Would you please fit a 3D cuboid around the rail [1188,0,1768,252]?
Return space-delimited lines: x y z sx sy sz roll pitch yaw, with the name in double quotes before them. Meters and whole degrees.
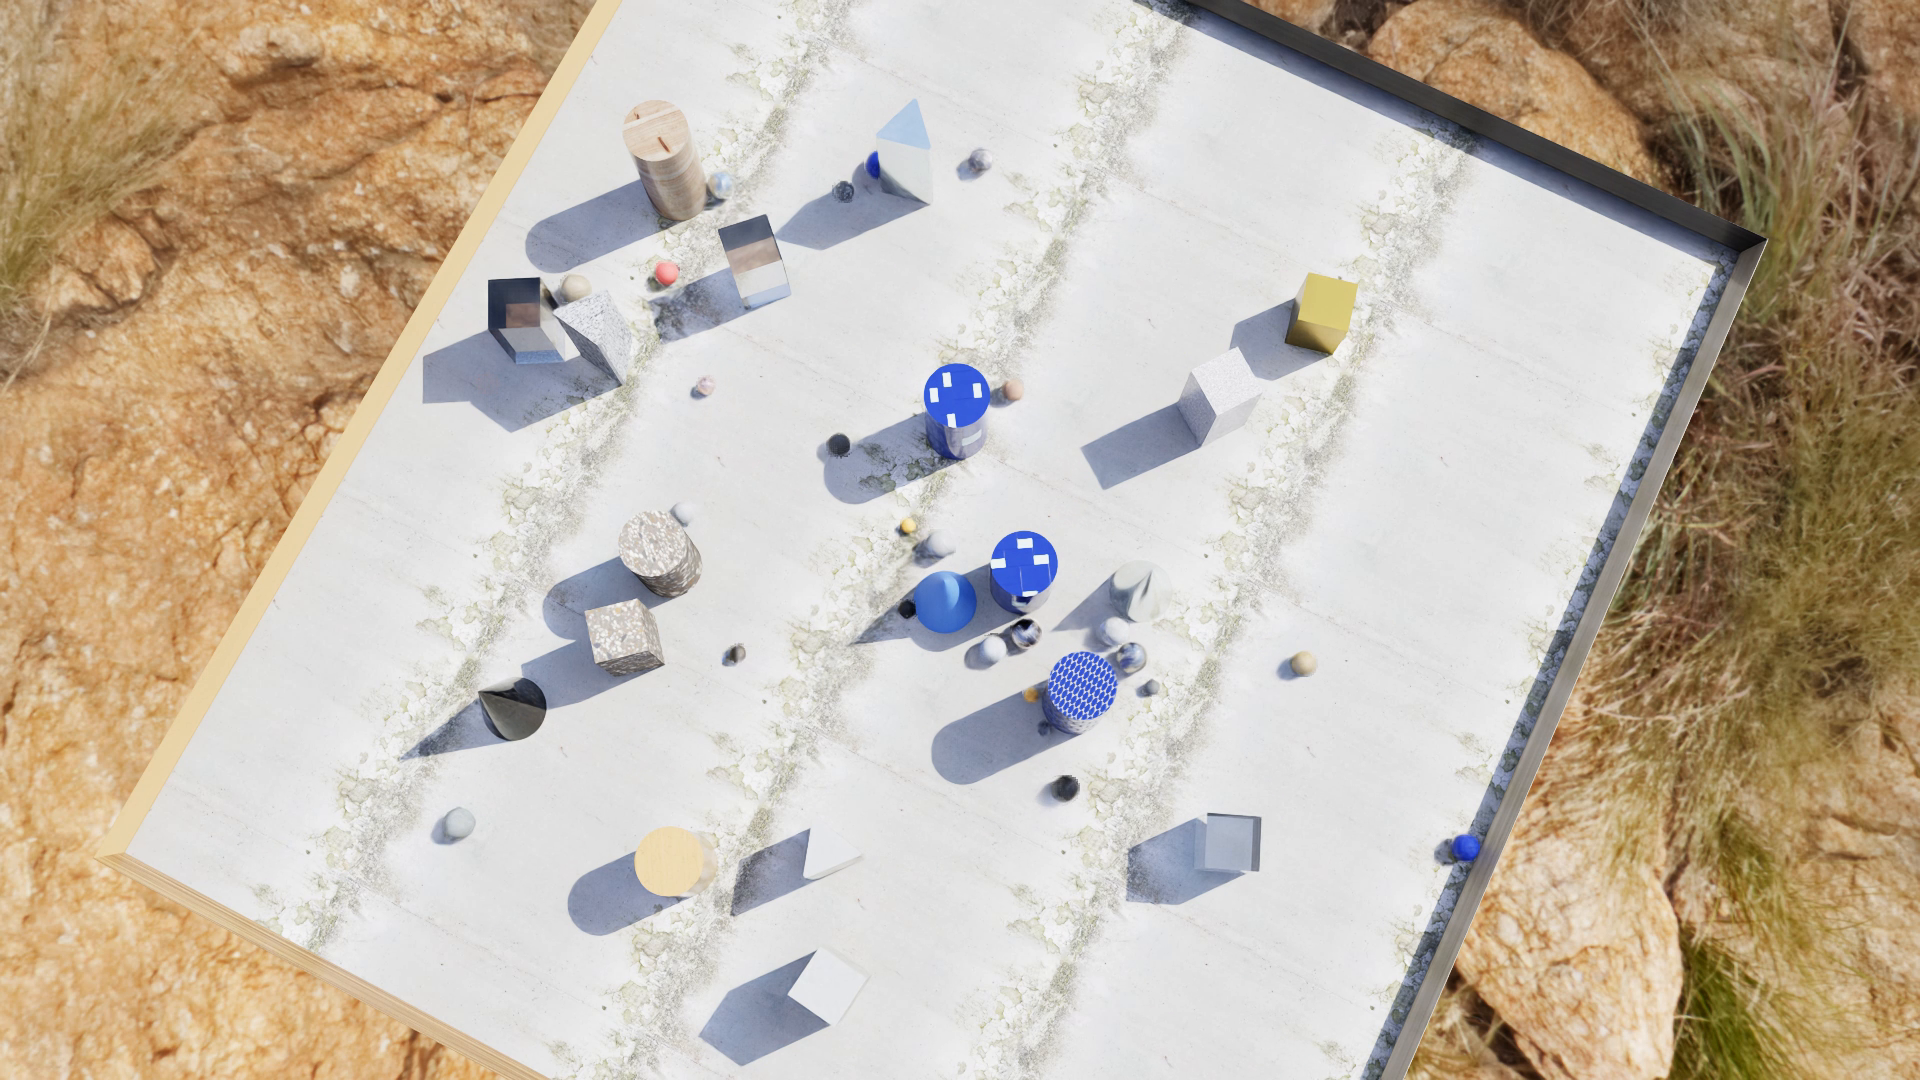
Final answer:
"rail" 0.870 -1.697 5.902 3.638 0.126 0.045 26 80 5

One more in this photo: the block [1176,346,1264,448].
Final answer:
"block" 0.778 -0.425 5.516 0.155 0.370 0.155 -27 80 -5

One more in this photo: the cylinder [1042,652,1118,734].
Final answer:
"cylinder" 0.343 0.448 5.316 0.194 0.407 0.194 0 78 0

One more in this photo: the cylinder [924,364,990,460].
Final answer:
"cylinder" -0.009 -0.381 5.499 0.194 0.384 0.194 0 78 0

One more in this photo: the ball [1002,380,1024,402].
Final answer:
"ball" 0.163 -0.464 5.678 0.067 0.067 0.067 0 78 0

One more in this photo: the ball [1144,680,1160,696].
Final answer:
"ball" 0.577 0.442 5.501 0.047 0.047 0.047 0 78 0

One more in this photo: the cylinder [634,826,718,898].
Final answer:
"cylinder" -0.814 0.929 5.272 0.194 0.299 0.194 0 78 0

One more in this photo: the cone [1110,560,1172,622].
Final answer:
"cone" 0.552 0.120 5.414 0.194 0.348 0.194 0 78 0

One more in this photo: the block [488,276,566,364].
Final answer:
"block" -1.315 -0.664 5.577 0.155 0.347 0.155 -3 78 -1

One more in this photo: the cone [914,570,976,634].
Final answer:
"cone" -0.046 0.152 5.400 0.194 0.363 0.194 0 78 0

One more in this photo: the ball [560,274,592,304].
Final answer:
"ball" -1.199 -0.784 5.729 0.097 0.097 0.097 0 78 0

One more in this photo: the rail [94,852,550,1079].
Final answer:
"rail" -0.870 1.710 5.197 3.638 0.126 0.045 26 80 5

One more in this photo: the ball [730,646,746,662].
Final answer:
"ball" -0.668 0.342 5.519 0.052 0.052 0.052 0 78 0

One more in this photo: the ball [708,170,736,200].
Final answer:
"ball" -0.754 -1.124 5.797 0.090 0.090 0.090 0 78 0

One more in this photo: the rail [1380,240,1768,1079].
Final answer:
"rail" 1.606 0.793 5.387 0.045 0.126 3.936 26 80 5

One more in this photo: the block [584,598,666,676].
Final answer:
"block" -0.984 0.291 5.400 0.155 0.306 0.155 -14 79 -3

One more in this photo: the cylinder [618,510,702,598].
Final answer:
"cylinder" -0.883 0.045 5.427 0.194 0.353 0.194 0 78 0

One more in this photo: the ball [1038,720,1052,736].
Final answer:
"ball" 0.255 0.563 5.477 0.046 0.046 0.046 0 78 0

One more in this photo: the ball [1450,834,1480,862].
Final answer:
"ball" 1.485 0.904 5.387 0.082 0.082 0.082 0 78 0

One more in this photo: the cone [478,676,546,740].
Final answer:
"cone" -1.340 0.464 5.301 0.194 0.431 0.194 0 78 0

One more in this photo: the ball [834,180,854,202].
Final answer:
"ball" -0.368 -1.108 5.813 0.063 0.063 0.063 0 78 0

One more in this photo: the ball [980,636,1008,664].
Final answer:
"ball" 0.100 0.329 5.506 0.083 0.083 0.083 0 78 0

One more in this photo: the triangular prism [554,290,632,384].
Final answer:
"triangular prism" -1.072 -0.630 5.534 0.168 0.417 0.145 35 80 7

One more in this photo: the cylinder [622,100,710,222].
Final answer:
"cylinder" -0.895 -1.155 5.614 0.194 0.472 0.194 0 78 0

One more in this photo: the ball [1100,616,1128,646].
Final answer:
"ball" 0.464 0.275 5.515 0.088 0.088 0.088 0 78 0

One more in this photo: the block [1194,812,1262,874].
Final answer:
"block" 0.774 0.880 5.308 0.155 0.248 0.155 4 78 1

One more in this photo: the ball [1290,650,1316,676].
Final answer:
"ball" 1.030 0.370 5.503 0.073 0.073 0.073 0 78 0

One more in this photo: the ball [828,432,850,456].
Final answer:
"ball" -0.372 -0.295 5.641 0.071 0.071 0.071 0 78 0

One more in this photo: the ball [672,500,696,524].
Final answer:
"ball" -0.843 -0.084 5.596 0.074 0.074 0.074 0 78 0

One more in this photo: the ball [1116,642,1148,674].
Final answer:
"ball" 0.517 0.354 5.495 0.094 0.094 0.094 0 78 0

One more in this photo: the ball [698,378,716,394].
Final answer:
"ball" -0.786 -0.478 5.688 0.054 0.054 0.054 0 78 0

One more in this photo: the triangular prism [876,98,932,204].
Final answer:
"triangular prism" -0.151 -1.204 5.650 0.168 0.422 0.145 14 79 3

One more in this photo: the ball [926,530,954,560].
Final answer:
"ball" -0.061 0.014 5.568 0.090 0.090 0.090 0 78 0

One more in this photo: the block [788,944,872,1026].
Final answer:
"block" -0.362 1.255 5.175 0.155 0.356 0.155 33 80 6

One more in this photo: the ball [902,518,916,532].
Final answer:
"ball" -0.158 -0.044 5.603 0.044 0.044 0.044 0 78 0

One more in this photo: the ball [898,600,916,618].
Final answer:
"ball" -0.160 0.209 5.540 0.055 0.055 0.055 0 78 0

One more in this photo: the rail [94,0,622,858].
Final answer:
"rail" -1.606 -0.780 5.713 0.045 0.126 3.936 26 80 5

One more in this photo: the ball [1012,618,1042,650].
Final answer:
"ball" 0.201 0.281 5.511 0.093 0.093 0.093 0 78 0

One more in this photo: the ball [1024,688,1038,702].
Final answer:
"ball" 0.215 0.463 5.500 0.041 0.041 0.041 0 78 0

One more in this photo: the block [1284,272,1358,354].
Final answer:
"block" 1.111 -0.695 5.641 0.155 0.234 0.155 14 79 3

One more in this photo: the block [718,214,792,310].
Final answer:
"block" -0.628 -0.851 5.632 0.155 0.315 0.155 -19 79 -4

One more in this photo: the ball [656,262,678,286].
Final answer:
"ball" -0.920 -0.837 5.753 0.072 0.072 0.072 0 78 0

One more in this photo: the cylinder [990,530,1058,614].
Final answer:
"cylinder" 0.186 0.099 5.436 0.194 0.313 0.194 0 78 0

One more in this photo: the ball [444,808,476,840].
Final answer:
"ball" -1.475 0.834 5.397 0.092 0.092 0.092 0 78 0

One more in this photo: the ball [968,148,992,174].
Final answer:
"ball" 0.066 -1.206 5.826 0.078 0.078 0.078 0 78 0

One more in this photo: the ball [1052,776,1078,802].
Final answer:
"ball" 0.309 0.738 5.424 0.078 0.078 0.078 0 78 0

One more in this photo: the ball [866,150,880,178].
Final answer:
"ball" -0.252 -1.193 5.816 0.093 0.093 0.093 0 78 0

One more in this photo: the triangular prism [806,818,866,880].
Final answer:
"triangular prism" -0.384 0.875 5.287 0.168 0.291 0.145 -22 79 -4
